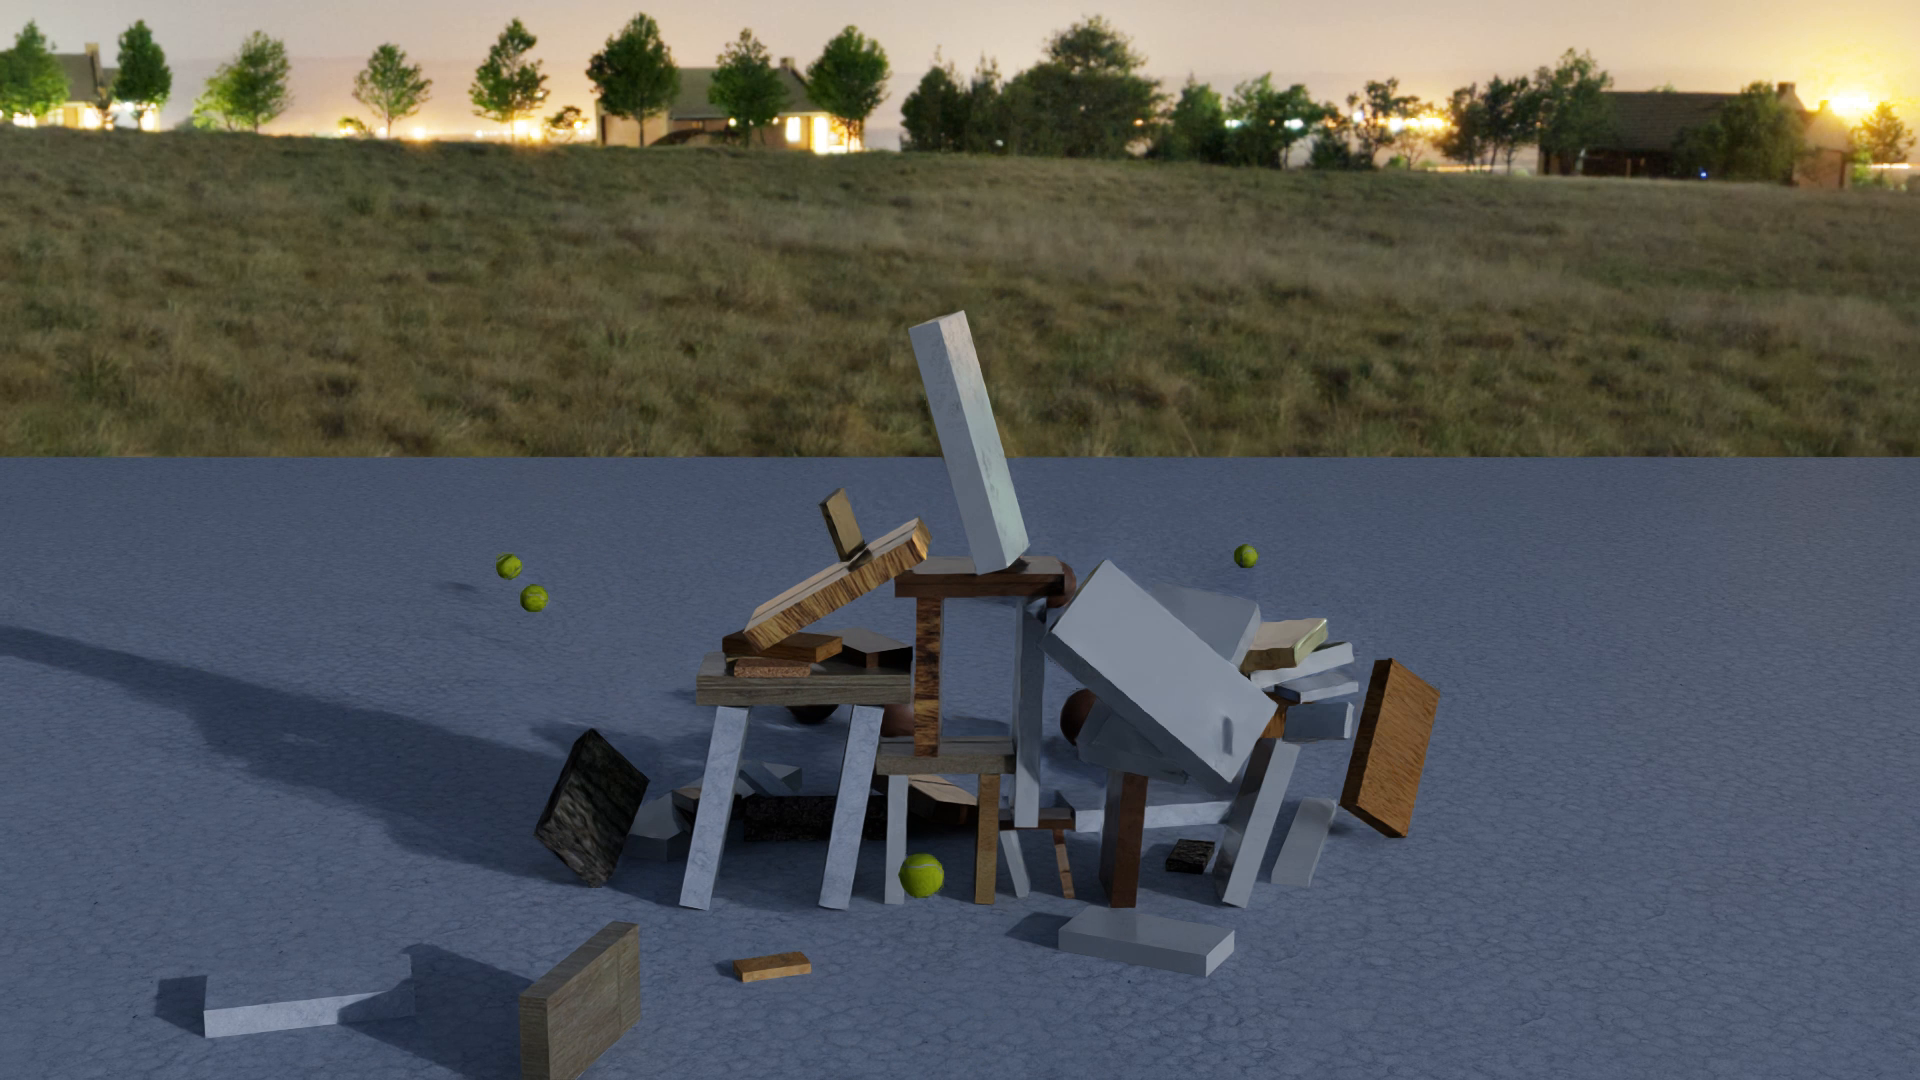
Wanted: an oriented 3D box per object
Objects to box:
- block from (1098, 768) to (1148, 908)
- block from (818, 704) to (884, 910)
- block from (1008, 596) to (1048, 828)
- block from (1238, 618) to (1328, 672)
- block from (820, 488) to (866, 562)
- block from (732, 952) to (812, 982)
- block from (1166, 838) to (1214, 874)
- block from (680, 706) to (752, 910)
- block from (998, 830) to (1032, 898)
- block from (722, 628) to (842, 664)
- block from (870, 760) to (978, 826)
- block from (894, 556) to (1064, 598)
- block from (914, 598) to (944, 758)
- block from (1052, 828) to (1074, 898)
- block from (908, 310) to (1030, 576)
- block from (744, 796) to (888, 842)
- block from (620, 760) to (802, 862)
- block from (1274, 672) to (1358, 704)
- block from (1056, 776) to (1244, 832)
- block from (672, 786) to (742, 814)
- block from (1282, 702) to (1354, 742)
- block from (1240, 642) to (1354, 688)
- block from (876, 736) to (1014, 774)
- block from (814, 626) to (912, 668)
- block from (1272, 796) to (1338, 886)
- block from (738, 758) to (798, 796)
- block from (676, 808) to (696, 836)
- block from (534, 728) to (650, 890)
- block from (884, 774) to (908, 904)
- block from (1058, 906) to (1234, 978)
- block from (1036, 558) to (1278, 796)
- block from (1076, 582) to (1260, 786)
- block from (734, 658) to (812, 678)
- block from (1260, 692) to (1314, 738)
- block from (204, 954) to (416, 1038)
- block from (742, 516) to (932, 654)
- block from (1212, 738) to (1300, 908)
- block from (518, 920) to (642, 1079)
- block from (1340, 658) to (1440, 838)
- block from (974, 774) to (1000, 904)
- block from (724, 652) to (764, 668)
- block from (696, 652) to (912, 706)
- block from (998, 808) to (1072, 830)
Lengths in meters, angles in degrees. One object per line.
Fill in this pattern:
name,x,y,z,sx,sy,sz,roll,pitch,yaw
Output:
block,0.273,0.448,3.646,0.040,0.285,0.143,4,10,-5
block,-0.178,0.419,3.641,0.049,0.343,0.171,10,10,-3
block,0.110,0.265,3.603,0.038,0.385,0.134,1,11,-3
block,0.534,0.177,3.716,0.122,0.035,0.244,-6,7,23
block,-0.189,-0.023,3.546,0.015,0.107,0.054,-6,24,35
block,-0.284,0.646,3.328,0.107,0.015,0.054,-4,11,-21
block,0.402,0.551,3.830,0.063,0.018,0.127,3,11,16
block,-0.400,0.419,3.641,0.049,0.343,0.171,12,10,-3
block,0.092,0.529,3.666,0.017,0.121,0.060,-14,9,10
block,-0.291,0.171,3.604,0.176,0.025,0.088,5,12,25
block,-0.079,0.461,4.073,0.142,0.040,0.284,13,6,-40
block,0.028,0.059,3.551,0.268,0.038,0.134,0,11,-2
block,-0.050,0.206,3.595,0.038,0.268,0.134,2,11,2
block,0.172,0.529,3.663,0.017,0.121,0.060,-10,10,3
block,0.017,-0.159,3.520,0.051,0.402,0.180,-14,8,15
block,-0.247,0.507,4.008,0.284,0.040,0.142,0,11,-2
block,-0.472,0.495,4.070,0.143,0.041,0.487,5,12,24
block,0.595,0.247,3.673,0.127,0.018,0.063,-8,15,-31
block,0.382,0.491,4.092,0.384,0.041,0.143,-2,11,-12
block,-0.457,0.466,3.959,0.088,0.025,0.175,-4,1,-20
block,0.535,0.273,3.288,0.107,0.054,0.015,-8,-28,42
block,0.541,0.216,3.751,0.244,0.035,0.122,-12,2,-36
block,-0.025,0.354,3.622,0.223,0.032,0.112,0,11,-2
block,-0.162,0.178,3.658,0.088,0.025,0.176,-7,12,-32
block,0.617,0.534,3.921,0.063,0.018,0.453,3,11,15
block,-0.358,0.462,4.119,0.120,0.017,0.060,40,23,9
block,-0.460,0.498,3.895,0.059,0.017,0.118,-4,11,-19
block,-0.631,0.459,3.786,0.041,0.143,0.286,-37,18,23
block,-0.104,0.479,3.650,0.032,0.223,0.112,2,11,-1
block,0.289,0.621,3.410,0.244,0.035,0.122,5,12,26
block,0.310,0.211,3.424,0.180,0.359,0.051,-51,2,-37
block,0.340,0.226,3.557,0.180,0.051,0.359,12,49,24
block,-0.300,0.205,3.535,0.118,0.017,0.059,0,11,0
block,0.441,0.287,3.627,0.285,0.040,0.143,0,10,-2
block,-0.942,0.659,3.188,0.286,0.041,0.143,-3,11,-16
block,-0.195,0.072,3.540,0.315,0.040,0.142,-29,11,11
block,0.489,0.450,3.645,0.040,0.285,0.143,17,10,-3
block,-0.516,0.640,3.009,0.041,0.143,0.286,3,11,16
block,0.775,0.375,3.958,0.143,0.286,0.041,33,-27,-31
block,0.044,0.479,3.650,0.032,0.223,0.112,2,11,-1
block,-0.325,0.192,3.605,0.118,0.017,0.059,-2,11,-9
block,-0.251,0.225,3.607,0.343,0.049,0.171,0,11,-1
block,0.123,0.462,3.645,0.121,0.017,0.060,-1,11,-2
